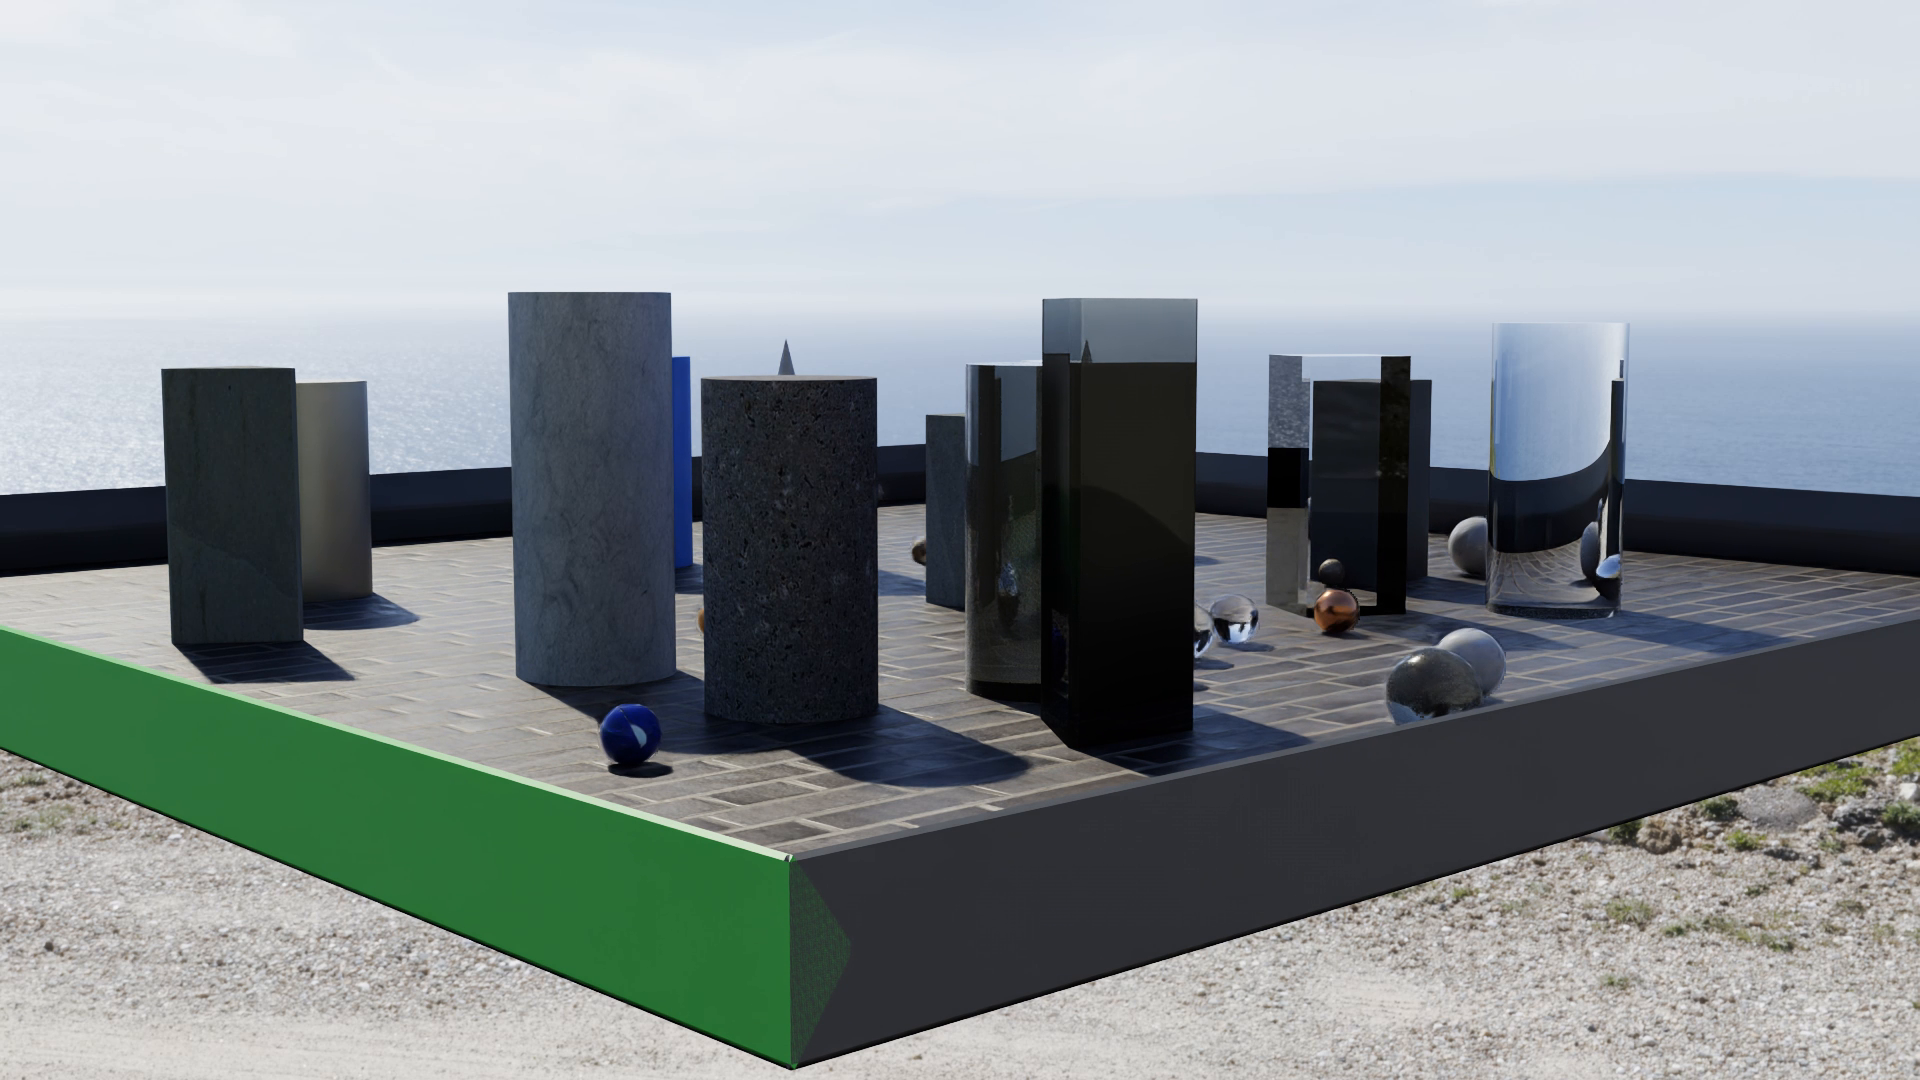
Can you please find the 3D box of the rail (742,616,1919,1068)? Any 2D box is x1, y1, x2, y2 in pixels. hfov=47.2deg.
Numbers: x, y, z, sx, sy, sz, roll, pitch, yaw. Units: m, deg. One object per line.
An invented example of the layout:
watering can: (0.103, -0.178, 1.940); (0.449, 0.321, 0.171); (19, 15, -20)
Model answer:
rail: (0.965, 0.142, 2.292); (2.939, 0.127, 0.045); (-5, 8, -42)

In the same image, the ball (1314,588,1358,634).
ball: (0.519, 0.098, 3.035); (0.061, 0.061, 0.061); (0, 6, 0)

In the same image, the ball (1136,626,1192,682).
ball: (0.245, 0.137, 2.635); (0.066, 0.066, 0.066); (0, 6, 0)

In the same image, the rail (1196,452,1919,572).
rail: (1.063, -0.069, 4.307); (0.045, 0.127, 2.893); (-5, 8, -42)

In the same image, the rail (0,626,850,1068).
rail: (-1.063, 0.135, 2.357); (0.045, 0.127, 2.893); (-5, 8, -42)

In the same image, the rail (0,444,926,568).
rail: (-0.965, -0.076, 4.372); (2.939, 0.127, 0.045); (-5, 8, -42)

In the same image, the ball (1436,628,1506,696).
ball: (0.583, 0.142, 2.522); (0.081, 0.081, 0.081); (0, 6, 0)

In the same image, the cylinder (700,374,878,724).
cylinder: (-0.189, 0.004, 2.454); (0.195, 0.370, 0.195); (0, 6, 0)

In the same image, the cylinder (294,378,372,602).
cylinder: (-1.021, -0.081, 3.431); (0.195, 0.334, 0.195); (0, 6, 0)

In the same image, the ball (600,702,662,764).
ball: (-0.323, 0.190, 2.159); (0.060, 0.060, 0.060); (0, 6, 0)

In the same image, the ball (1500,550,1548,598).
ball: (0.875, 0.053, 3.411); (0.073, 0.073, 0.073); (0, 6, 0)

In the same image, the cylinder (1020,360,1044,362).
cylinder: (0.212, -0.167, 4.193); (0.195, 0.348, 0.195); (0, 6, 0)

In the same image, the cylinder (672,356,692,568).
cylinder: (-0.567, -0.138, 3.841); (0.195, 0.363, 0.195); (0, 6, 0)

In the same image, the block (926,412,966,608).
block: (0.058, -0.047, 3.342); (0.156, 0.286, 0.156); (6, 8, 44)

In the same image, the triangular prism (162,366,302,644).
triangular prism: (-0.983, -0.053, 3.009); (0.169, 0.367, 0.146); (-1, 6, -9)

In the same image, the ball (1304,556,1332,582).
ball: (0.587, 0.047, 3.606); (0.043, 0.043, 0.043); (0, 6, 0)

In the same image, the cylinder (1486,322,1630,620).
cylinder: (0.880, -0.107, 3.245); (0.195, 0.425, 0.195); (0, 6, 0)

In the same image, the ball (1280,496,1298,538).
ball: (0.667, -0.047, 4.310); (0.084, 0.084, 0.084); (0, 6, 0)

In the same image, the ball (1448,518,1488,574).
ball: (0.871, 0.010, 3.706); (0.096, 0.096, 0.096); (0, 6, 0)

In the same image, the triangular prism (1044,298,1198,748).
triangular prism: (0.136, -0.026, 2.324); (0.169, 0.456, 0.146); (-5, 8, -38)

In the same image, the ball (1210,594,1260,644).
ball: (0.366, 0.105, 2.939); (0.068, 0.068, 0.068); (0, 6, 0)

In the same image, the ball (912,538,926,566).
ball: (-0.062, 0.021, 3.845); (0.046, 0.046, 0.046); (0, 6, 0)

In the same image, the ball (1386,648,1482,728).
ball: (0.489, 0.160, 2.269); (0.098, 0.098, 0.098); (0, 6, 0)

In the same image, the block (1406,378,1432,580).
block: (0.674, -0.103, 3.668); (0.156, 0.329, 0.156); (5, 8, 42)

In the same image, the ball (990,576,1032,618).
ball: (0.074, 0.083, 3.178); (0.061, 0.061, 0.061); (0, 6, 0)

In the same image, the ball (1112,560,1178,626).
ball: (0.261, 0.076, 3.101); (0.092, 0.092, 0.092); (0, 6, 0)

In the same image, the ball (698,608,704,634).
ball: (-0.335, 0.110, 2.997); (0.045, 0.045, 0.045); (0, 6, 0)

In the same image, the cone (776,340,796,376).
cone: (-0.321, -0.178, 4.072); (0.195, 0.394, 0.195); (0, 6, 0)

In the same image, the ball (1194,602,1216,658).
ball: (0.286, 0.115, 2.799); (0.076, 0.076, 0.076); (0, 6, 0)

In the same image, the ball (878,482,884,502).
ball: (-0.204, -0.108, 5.017); (0.059, 0.059, 0.059); (0, 6, 0)

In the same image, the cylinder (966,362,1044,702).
cylinder: (0.103, -0.015, 2.575); (0.195, 0.382, 0.195); (0, 6, 0)

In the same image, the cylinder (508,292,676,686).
cylinder: (-0.447, -0.068, 2.682); (0.195, 0.465, 0.195); (0, 6, 0)

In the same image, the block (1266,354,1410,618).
block: (0.559, -0.085, 3.262); (0.156, 0.378, 0.156); (-2, 6, -14)
